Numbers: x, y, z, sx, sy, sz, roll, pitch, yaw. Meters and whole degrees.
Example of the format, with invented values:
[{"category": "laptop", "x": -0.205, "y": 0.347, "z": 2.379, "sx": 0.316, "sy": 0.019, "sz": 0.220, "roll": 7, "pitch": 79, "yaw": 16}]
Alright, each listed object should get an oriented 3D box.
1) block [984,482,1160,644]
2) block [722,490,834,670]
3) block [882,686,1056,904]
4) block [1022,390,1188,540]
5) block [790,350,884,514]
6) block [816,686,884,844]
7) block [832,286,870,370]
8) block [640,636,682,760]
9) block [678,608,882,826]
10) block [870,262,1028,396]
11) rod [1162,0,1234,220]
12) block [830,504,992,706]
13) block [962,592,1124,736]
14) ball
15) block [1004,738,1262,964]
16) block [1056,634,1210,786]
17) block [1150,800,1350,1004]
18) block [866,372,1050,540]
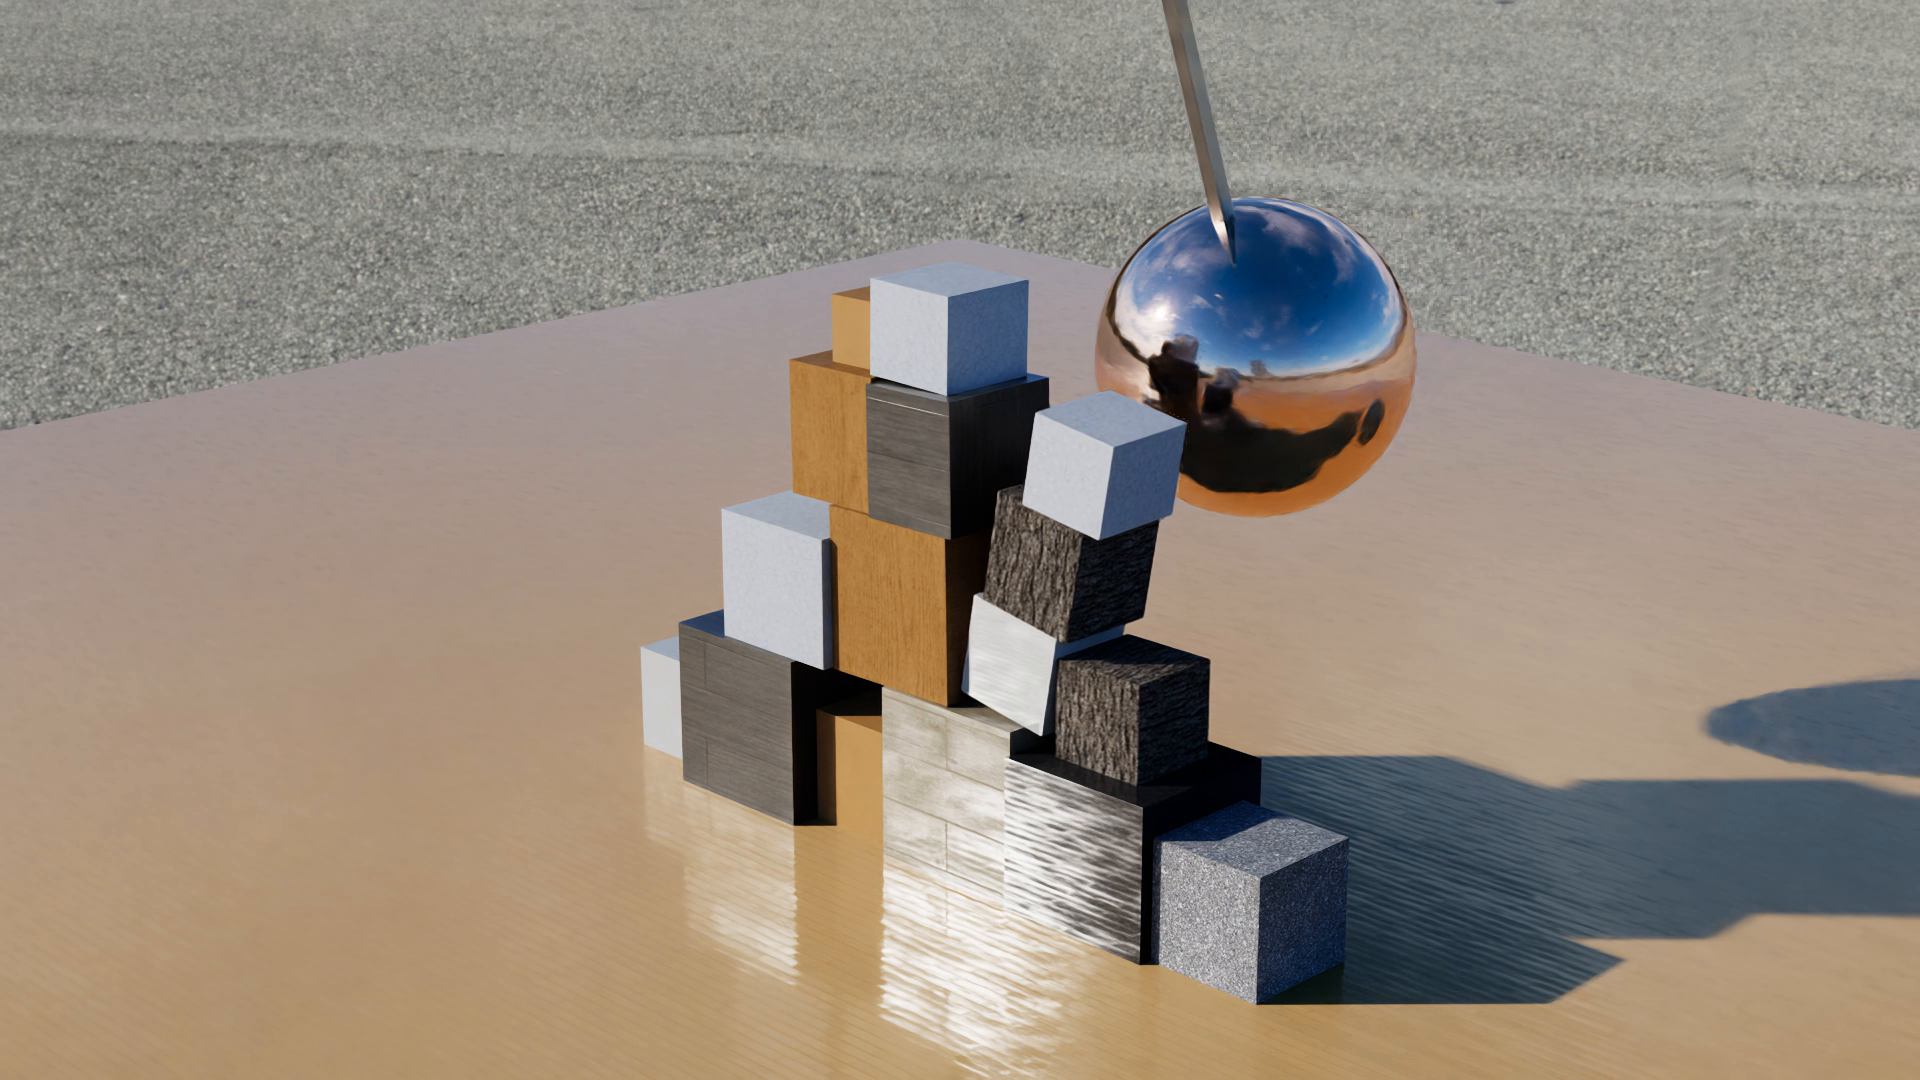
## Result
[{"category": "block", "x": 0.490, "y": 0.065, "z": 12.869, "sx": 0.504, "sy": 0.527, "sz": 0.509, "roll": -17, "pitch": 34, "yaw": -43}, {"category": "block", "x": -0.639, "y": 0.155, "z": 14.033, "sx": 0.696, "sy": 0.634, "sz": 0.703, "roll": -17, "pitch": 24, "yaw": -42}, {"category": "block", "x": 0.176, "y": 1.082, "z": 13.517, "sx": 0.694, "sy": 0.830, "sz": 0.815, "roll": -17, "pitch": 24, "yaw": -42}, {"category": "block", "x": 0.621, "y": -0.327, "z": 12.602, "sx": 0.437, "sy": 0.431, "sz": 0.498, "roll": 26, "pitch": 30, "yaw": 35}, {"category": "block", "x": -0.386, "y": -0.533, "z": 13.583, "sx": 0.547, "sy": 0.636, "sz": 0.575, "roll": 15, "pitch": 23, "yaw": 43}, {"category": "block", "x": -0.305, "y": 1.067, "z": 14.016, "sx": 0.544, "sy": 0.560, "sz": 0.525, "roll": -17, "pitch": 24, "yaw": -42}, {"category": "block", "x": -0.362, "y": -0.973, "z": 13.395, "sx": 0.312, "sy": 0.315, "sz": 0.318, "roll": 15, "pitch": 23, "yaw": 43}, {"category": "block", "x": -1.267, "y": 0.796, "z": 14.934, "sx": 0.486, "sy": 0.527, "sz": 0.509, "roll": -17, "pitch": 24, "yaw": -42}, {"category": "block", "x": -0.785, "y": 0.794, "z": 14.439, "sx": 0.847, "sy": 0.828, "sz": 0.820, "roll": -17, "pitch": 24, "yaw": -42}, {"category": "block", "x": -0.048, "y": -0.952, "z": 13.110, "sx": 0.488, "sy": 0.443, "sz": 0.508, "roll": 18, "pitch": 25, "yaw": 42}, {"category": "rod", "x": 0.636, "y": -3.704, "z": 12.844, "sx": 0.080, "sy": 5.200, "sz": 0.080, "roll": 17, "pitch": 44, "yaw": 42}, {"category": "block", "x": -0.104, "y": 0.226, "z": 13.530, "sx": 0.754, "sy": 0.794, "sz": 0.636, "roll": 15, "pitch": 23, "yaw": 43}, {"category": "block", "x": 0.371, "y": 0.505, "z": 13.093, "sx": 0.456, "sy": 0.481, "sz": 0.506, "roll": -17, "pitch": 34, "yaw": -43}, {"category": "ball", "x": 1.467, "y": -0.909, "z": 14.593, "sx": 1.600, "sy": 1.600, "sz": 1.600, "roll": 0, "pitch": 17, "yaw": 0}, {"category": "block", "x": 0.761, "y": 1.304, "z": 12.981, "sx": 0.785, "sy": 0.728, "sz": 0.809, "roll": -17, "pitch": 24, "yaw": -42}, {"category": "block", "x": 0.754, "y": 0.736, "z": 12.807, "sx": 0.479, "sy": 0.460, "sz": 0.465, "roll": 17, "pitch": 24, "yaw": 42}, {"category": "block", "x": 1.234, "y": 1.535, "z": 12.503, "sx": 0.592, "sy": 0.574, "sz": 0.584, "roll": -17, "pitch": 24, "yaw": -42}, {"category": "block", "x": -0.007, "y": -0.416, "z": 13.204, "sx": 0.529, "sy": 0.621, "sz": 0.634, "roll": 15, "pitch": 23, "yaw": 43}]
